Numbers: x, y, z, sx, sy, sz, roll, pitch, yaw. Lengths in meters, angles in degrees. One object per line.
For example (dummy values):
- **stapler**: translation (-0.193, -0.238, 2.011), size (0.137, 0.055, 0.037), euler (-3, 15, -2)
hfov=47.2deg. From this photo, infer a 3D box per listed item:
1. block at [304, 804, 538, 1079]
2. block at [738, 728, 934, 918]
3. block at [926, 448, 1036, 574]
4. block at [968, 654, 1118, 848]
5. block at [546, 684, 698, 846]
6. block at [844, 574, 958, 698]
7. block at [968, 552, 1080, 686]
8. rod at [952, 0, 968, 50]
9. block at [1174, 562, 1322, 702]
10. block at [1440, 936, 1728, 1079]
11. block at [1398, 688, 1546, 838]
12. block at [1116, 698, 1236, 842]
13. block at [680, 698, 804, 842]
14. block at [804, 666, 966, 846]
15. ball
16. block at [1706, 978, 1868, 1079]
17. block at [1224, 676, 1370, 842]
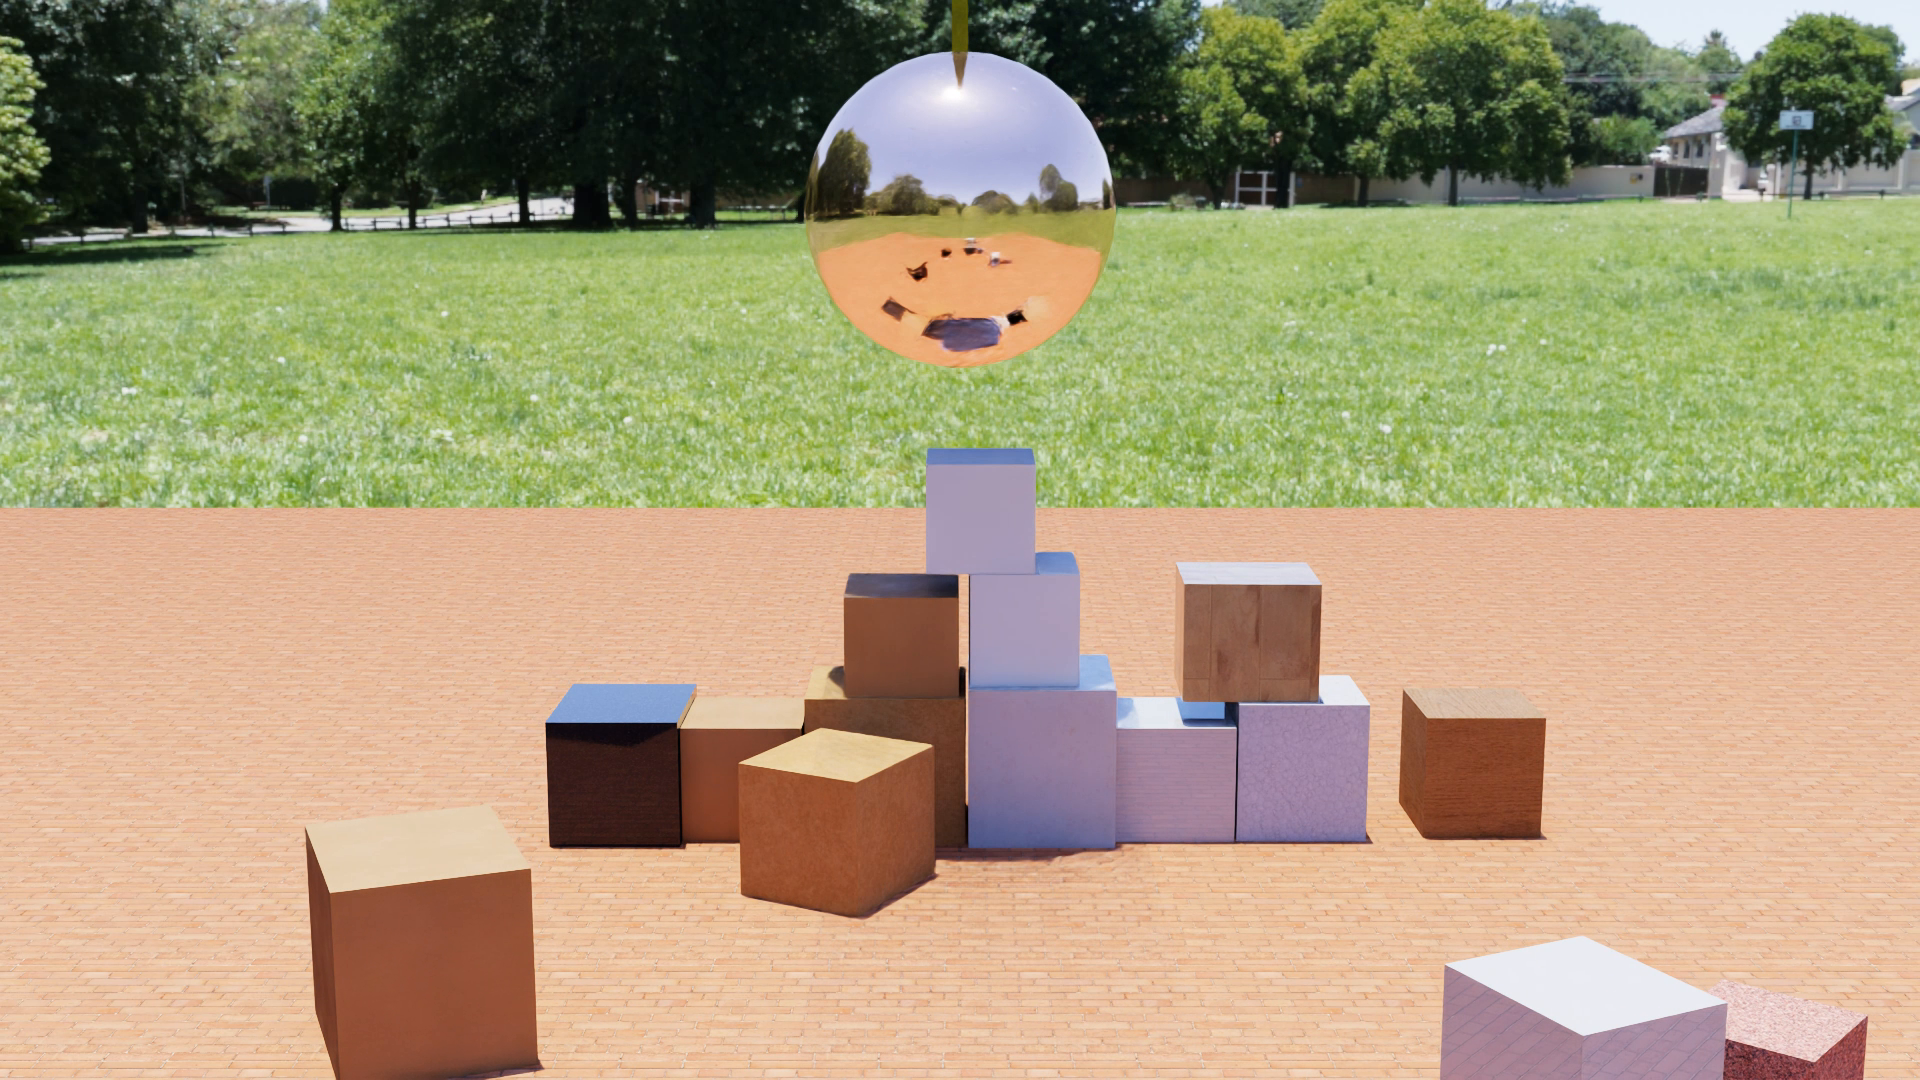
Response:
- **block**: translation (-2.130, 1.582, 8.655), size (0.737, 0.790, 0.880), euler (-4, 11, -22)
- **block**: translation (-0.578, 1.328, 10.468), size (0.646, 0.641, 0.713), euler (6, 12, 28)
- **block**: translation (0.103, -0.153, 11.143), size (0.541, 0.548, 0.589), euler (0, 10, 0)
- **block**: translation (0.411, 1.077, 11.363), size (0.736, 0.815, 0.785), euler (0, 10, 0)
- **block**: translation (-1.736, 1.156, 11.402), size (0.658, 0.645, 0.791), euler (0, 10, 0)
- **block**: translation (-0.292, 0.481, 11.263), size (0.573, 0.509, 0.623), euler (0, 10, 0)
- **block**: translation (0.321, 0.397, 11.238), size (0.545, 0.568, 0.607), euler (0, 10, -1)
- **rod**: translation (0.000, -4.986, 10.438), size (0.080, 5.200, 0.080), euler (0, 14, 0)
- **block**: translation (1.470, 0.468, 11.312), size (0.684, 0.606, 0.576), euler (0, 10, 1)
- **block**: translation (2.102, 1.840, 7.484), size (0.617, 0.702, 0.690), euler (-5, 11, -26)
- **block**: translation (2.659, 1.154, 11.461), size (0.601, 0.629, 0.613), euler (0, 10, 0)
- **block**: translation (1.088, 1.182, 11.402), size (0.603, 0.594, 0.630), euler (0, 10, 0)
- **block**: translation (-1.100, 1.182, 11.408), size (0.610, 0.592, 0.624), euler (0, 10, 0)
- **block**: translation (-0.373, 1.104, 11.376), size (0.802, 0.757, 0.697), euler (0, 10, 0)
- **ball**: translation (0.000, -1.685, 11.253), size (1.600, 1.600, 1.600), euler (0, 10, 0)
- **block**: translation (2.857, 1.911, 7.829), size (0.527, 0.438, 0.536), euler (9, 13, 40)
- **block**: translation (1.731, 1.123, 11.396), size (0.656, 0.714, 0.621), euler (0, 10, 0)
